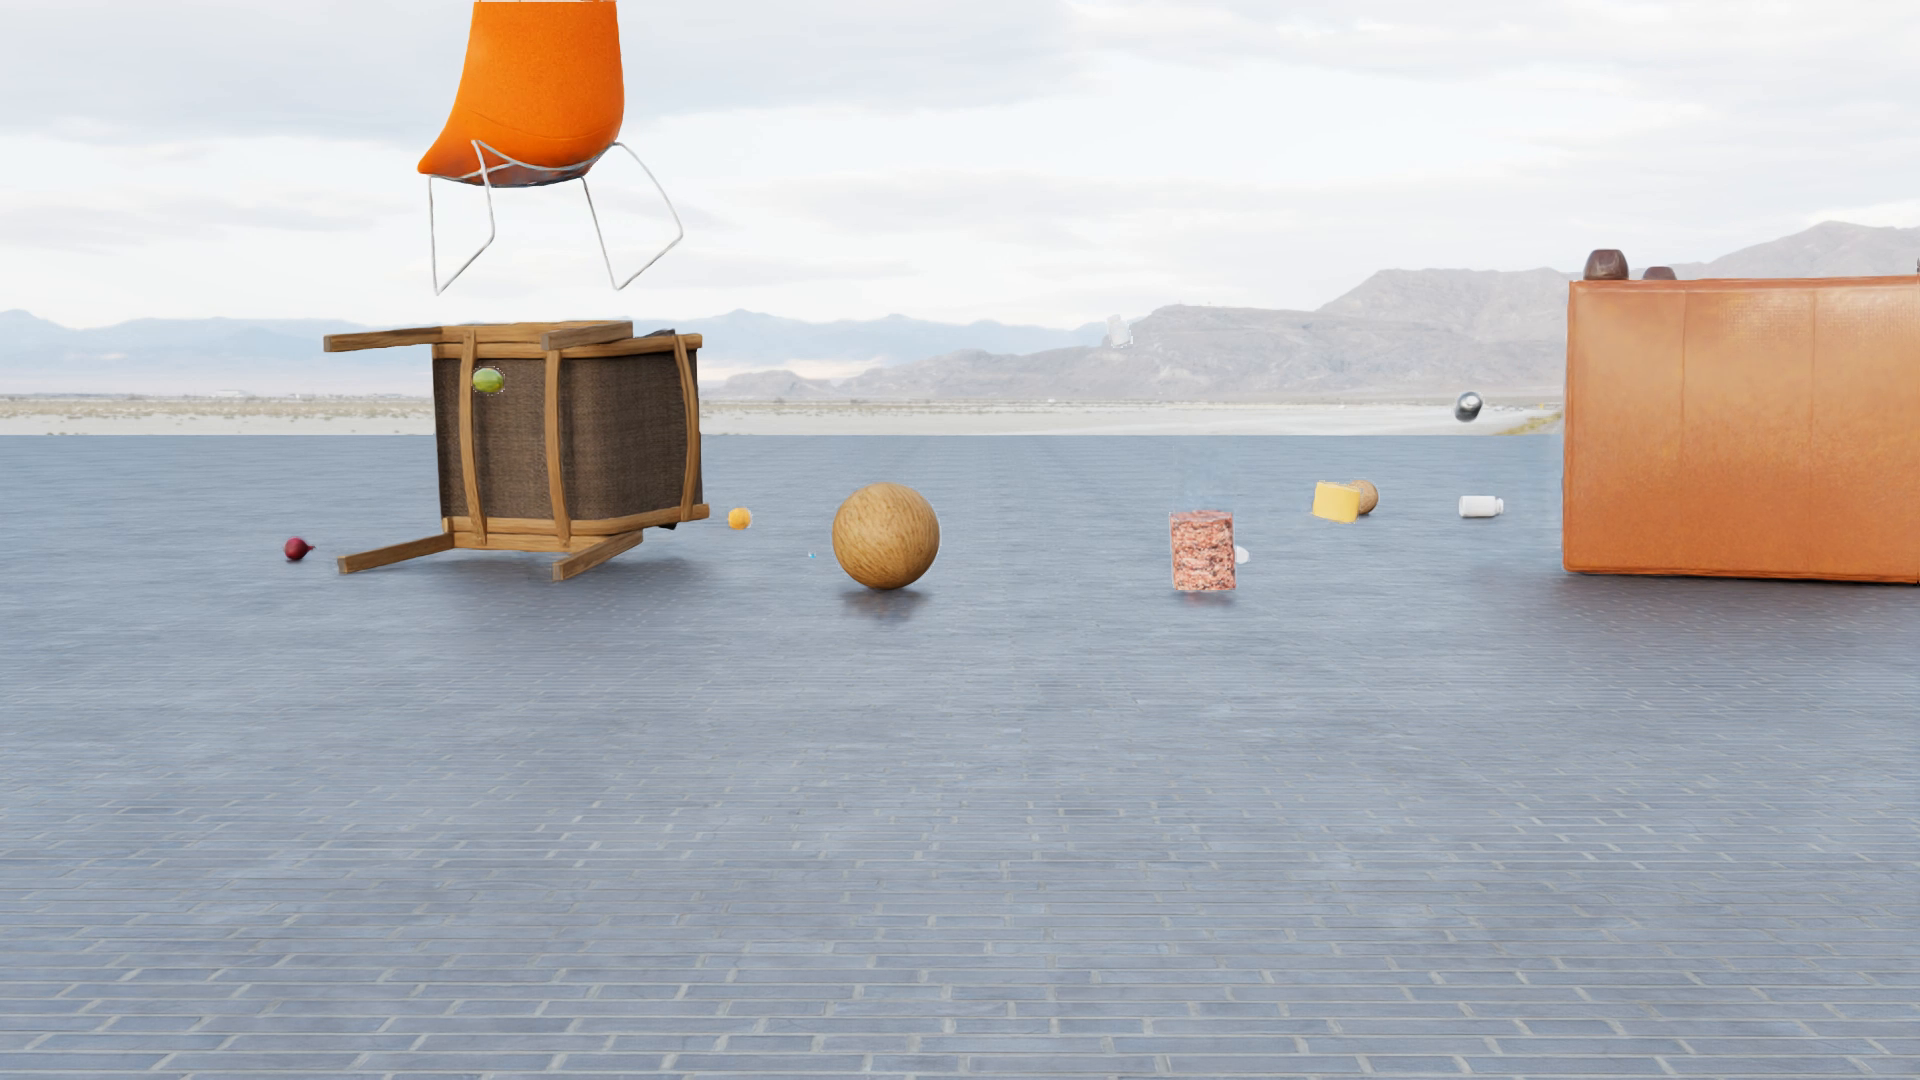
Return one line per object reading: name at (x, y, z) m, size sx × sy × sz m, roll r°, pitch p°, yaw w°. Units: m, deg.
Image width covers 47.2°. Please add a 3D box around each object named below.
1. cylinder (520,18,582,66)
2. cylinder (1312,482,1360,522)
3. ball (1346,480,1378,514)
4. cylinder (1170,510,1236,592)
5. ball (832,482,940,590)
cylinder at (-1.467, -1.782, 7.879) m, size 0.176 × 0.192 × 0.072 m, roll -15°, pitch -32°, yaw -15°
cylinder at (1.100, -0.109, 6.428) m, size 0.130 × 0.092 × 0.058 m, roll 12°, pitch 14°, yaw 17°
ball at (1.434, -0.154, 7.868) m, size 0.126 × 0.126 × 0.126 m, roll 0°, pitch 4°, yaw 0°
cylinder at (0.539, 0.025, 4.876) m, size 0.138 × 0.163 × 0.088 m, roll -1°, pitch 15°, yaw 14°
ball at (-0.166, -0.010, 4.916) m, size 0.242 × 0.242 × 0.242 m, roll 0°, pitch 4°, yaw 0°
